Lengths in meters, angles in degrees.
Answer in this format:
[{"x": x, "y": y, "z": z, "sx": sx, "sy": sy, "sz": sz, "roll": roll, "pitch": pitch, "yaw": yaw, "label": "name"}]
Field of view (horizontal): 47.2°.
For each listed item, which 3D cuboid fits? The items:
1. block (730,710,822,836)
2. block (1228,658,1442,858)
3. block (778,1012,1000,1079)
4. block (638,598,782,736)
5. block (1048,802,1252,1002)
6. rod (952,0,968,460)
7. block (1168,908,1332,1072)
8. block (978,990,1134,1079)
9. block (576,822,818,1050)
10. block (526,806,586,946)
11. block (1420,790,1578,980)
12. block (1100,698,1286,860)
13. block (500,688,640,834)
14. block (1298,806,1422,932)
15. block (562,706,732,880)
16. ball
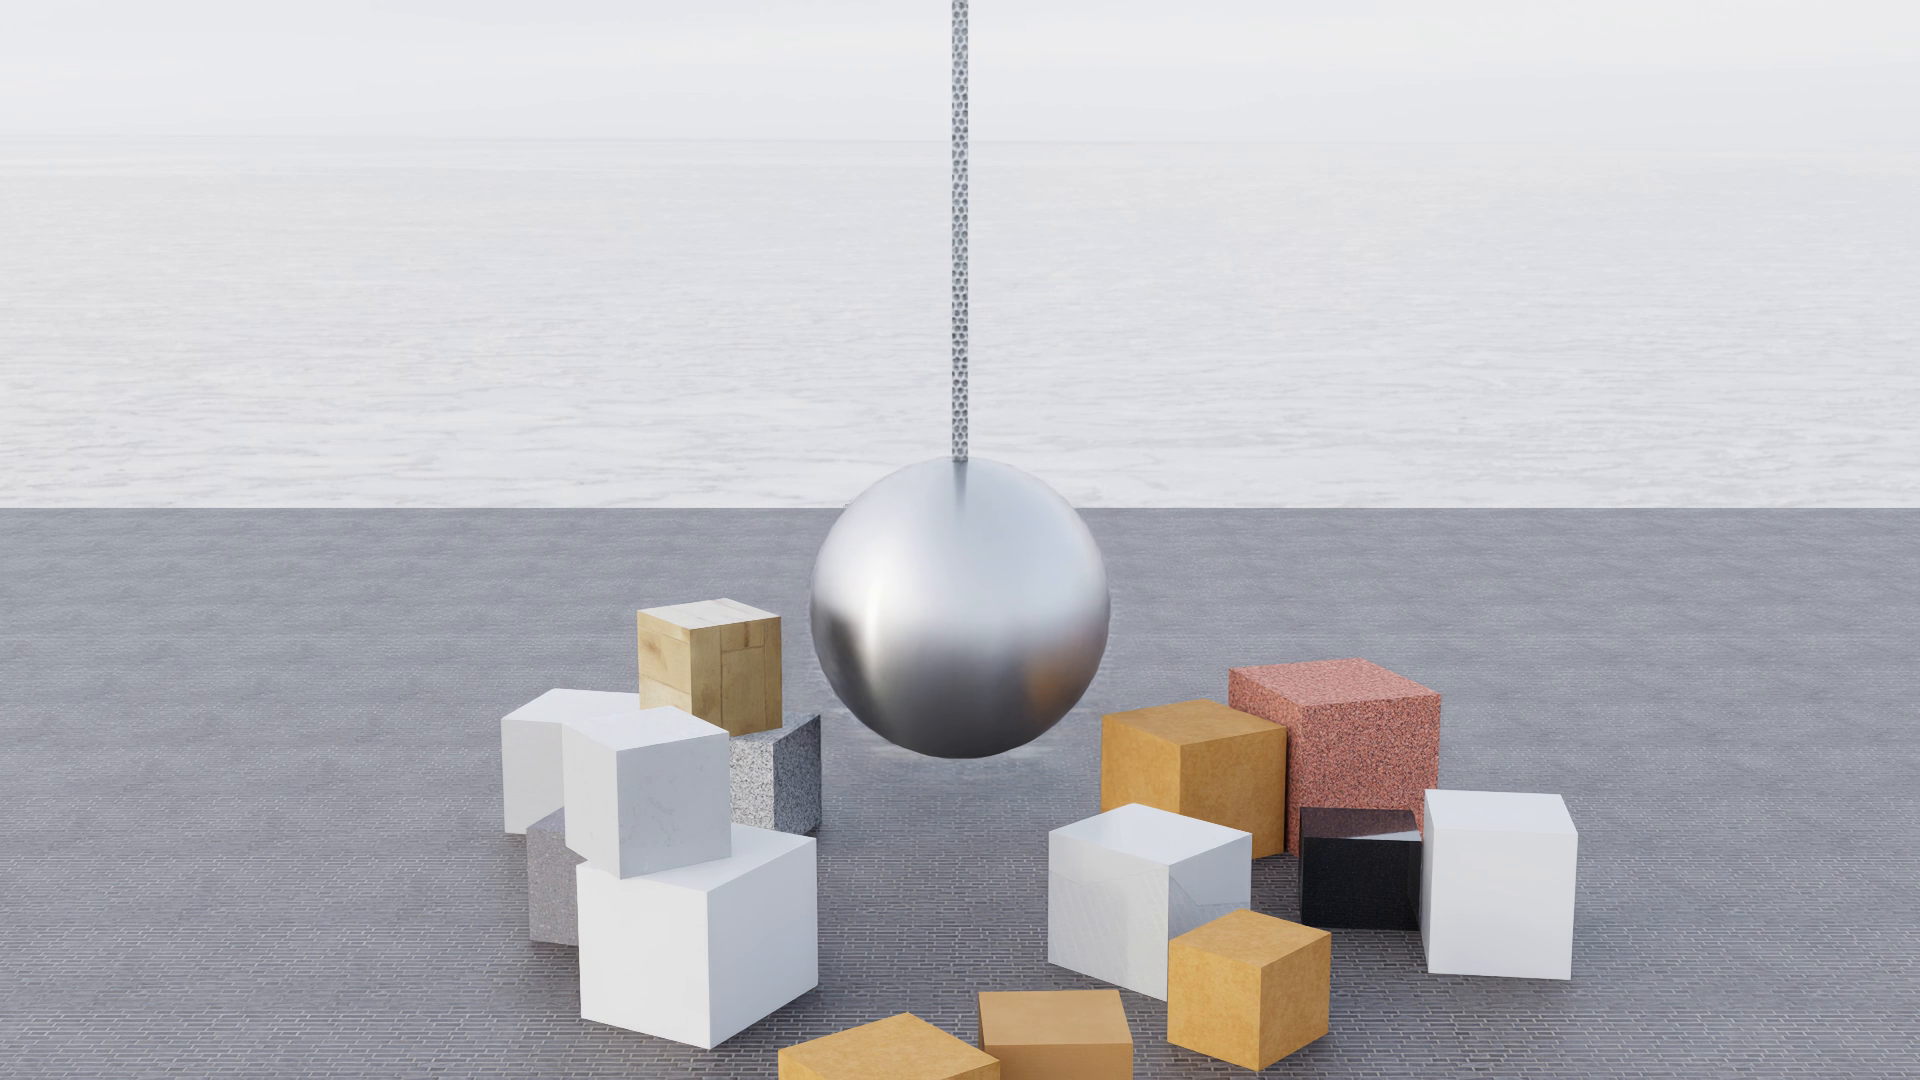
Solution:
[{"x": -1.144, "y": 1.215, "z": 11.274, "sx": 0.685, "sy": 0.576, "sz": 0.594, "roll": 4, "pitch": 11, "yaw": 19, "label": "block"}, {"x": 1.910, "y": 1.102, "z": 11.341, "sx": 0.773, "sy": 0.773, "sz": 0.835, "roll": -3, "pitch": 11, "yaw": -18, "label": "block"}, {"x": -0.234, "y": 1.959, "z": 7.256, "sx": 0.527, "sy": 0.549, "sz": 0.512, "roll": -8, "pitch": 13, "yaw": -37, "label": "block"}, {"x": -1.268, "y": 0.653, "z": 11.142, "sx": 0.518, "sy": 0.577, "sz": 0.550, "roll": -7, "pitch": 13, "yaw": -35, "label": "block"}, {"x": 0.814, "y": 1.540, "z": 9.452, "sx": 0.649, "sy": 0.588, "sz": 0.575, "roll": 10, "pitch": 14, "yaw": 42, "label": "block"}, {"x": 0.000, "y": -2.945, "z": 10.812, "sx": 0.080, "sy": 5.200, "sz": 0.080, "roll": 0, "pitch": 14, "yaw": 0, "label": "rod"}, {"x": 1.143, "y": 1.766, "z": 8.682, "sx": 0.429, "sy": 0.419, "sz": 0.496, "roll": 9, "pitch": 14, "yaw": 41, "label": "block"}, {"x": 0.324, "y": 1.904, "z": 7.660, "sx": 0.500, "sy": 0.514, "sz": 0.471, "roll": 0, "pitch": 10, "yaw": -2, "label": "block"}, {"x": -1.066, "y": 1.588, "z": 9.030, "sx": 0.642, "sy": 0.644, "sz": 0.768, "roll": 6, "pitch": 12, "yaw": 29, "label": "block"}, {"x": -1.572, "y": 1.492, "z": 9.914, "sx": 0.531, "sy": 0.518, "sz": 0.556, "roll": 3, "pitch": 11, "yaw": 18, "label": "block"}, {"x": 2.333, "y": 1.489, "z": 9.577, "sx": 0.590, "sy": 0.643, "sz": 0.572, "roll": 1, "pitch": 10, "yaw": 8, "label": "block"}, {"x": 1.165, "y": 1.222, "z": 11.032, "sx": 0.651, "sy": 0.648, "sz": 0.661, "roll": -6, "pitch": 12, "yaw": -30, "label": "block"}, {"x": -1.940, "y": 1.164, "z": 11.480, "sx": 0.660, "sy": 0.602, "sz": 0.652, "roll": 2, "pitch": 11, "yaw": 13, "label": "block"}, {"x": 1.828, "y": 1.505, "z": 10.103, "sx": 0.519, "sy": 0.423, "sz": 0.461, "roll": 1, "pitch": 10, "yaw": 6, "label": "block"}, {"x": -1.273, "y": 1.014, "z": 8.927, "sx": 0.496, "sy": 0.523, "sz": 0.508, "roll": -7, "pitch": 12, "yaw": -34, "label": "block"}, {"x": 0.000, "y": 0.355, "z": 11.630, "sx": 1.600, "sy": 1.600, "sz": 1.600, "roll": 0, "pitch": 10, "yaw": 0, "label": "ball"}]
